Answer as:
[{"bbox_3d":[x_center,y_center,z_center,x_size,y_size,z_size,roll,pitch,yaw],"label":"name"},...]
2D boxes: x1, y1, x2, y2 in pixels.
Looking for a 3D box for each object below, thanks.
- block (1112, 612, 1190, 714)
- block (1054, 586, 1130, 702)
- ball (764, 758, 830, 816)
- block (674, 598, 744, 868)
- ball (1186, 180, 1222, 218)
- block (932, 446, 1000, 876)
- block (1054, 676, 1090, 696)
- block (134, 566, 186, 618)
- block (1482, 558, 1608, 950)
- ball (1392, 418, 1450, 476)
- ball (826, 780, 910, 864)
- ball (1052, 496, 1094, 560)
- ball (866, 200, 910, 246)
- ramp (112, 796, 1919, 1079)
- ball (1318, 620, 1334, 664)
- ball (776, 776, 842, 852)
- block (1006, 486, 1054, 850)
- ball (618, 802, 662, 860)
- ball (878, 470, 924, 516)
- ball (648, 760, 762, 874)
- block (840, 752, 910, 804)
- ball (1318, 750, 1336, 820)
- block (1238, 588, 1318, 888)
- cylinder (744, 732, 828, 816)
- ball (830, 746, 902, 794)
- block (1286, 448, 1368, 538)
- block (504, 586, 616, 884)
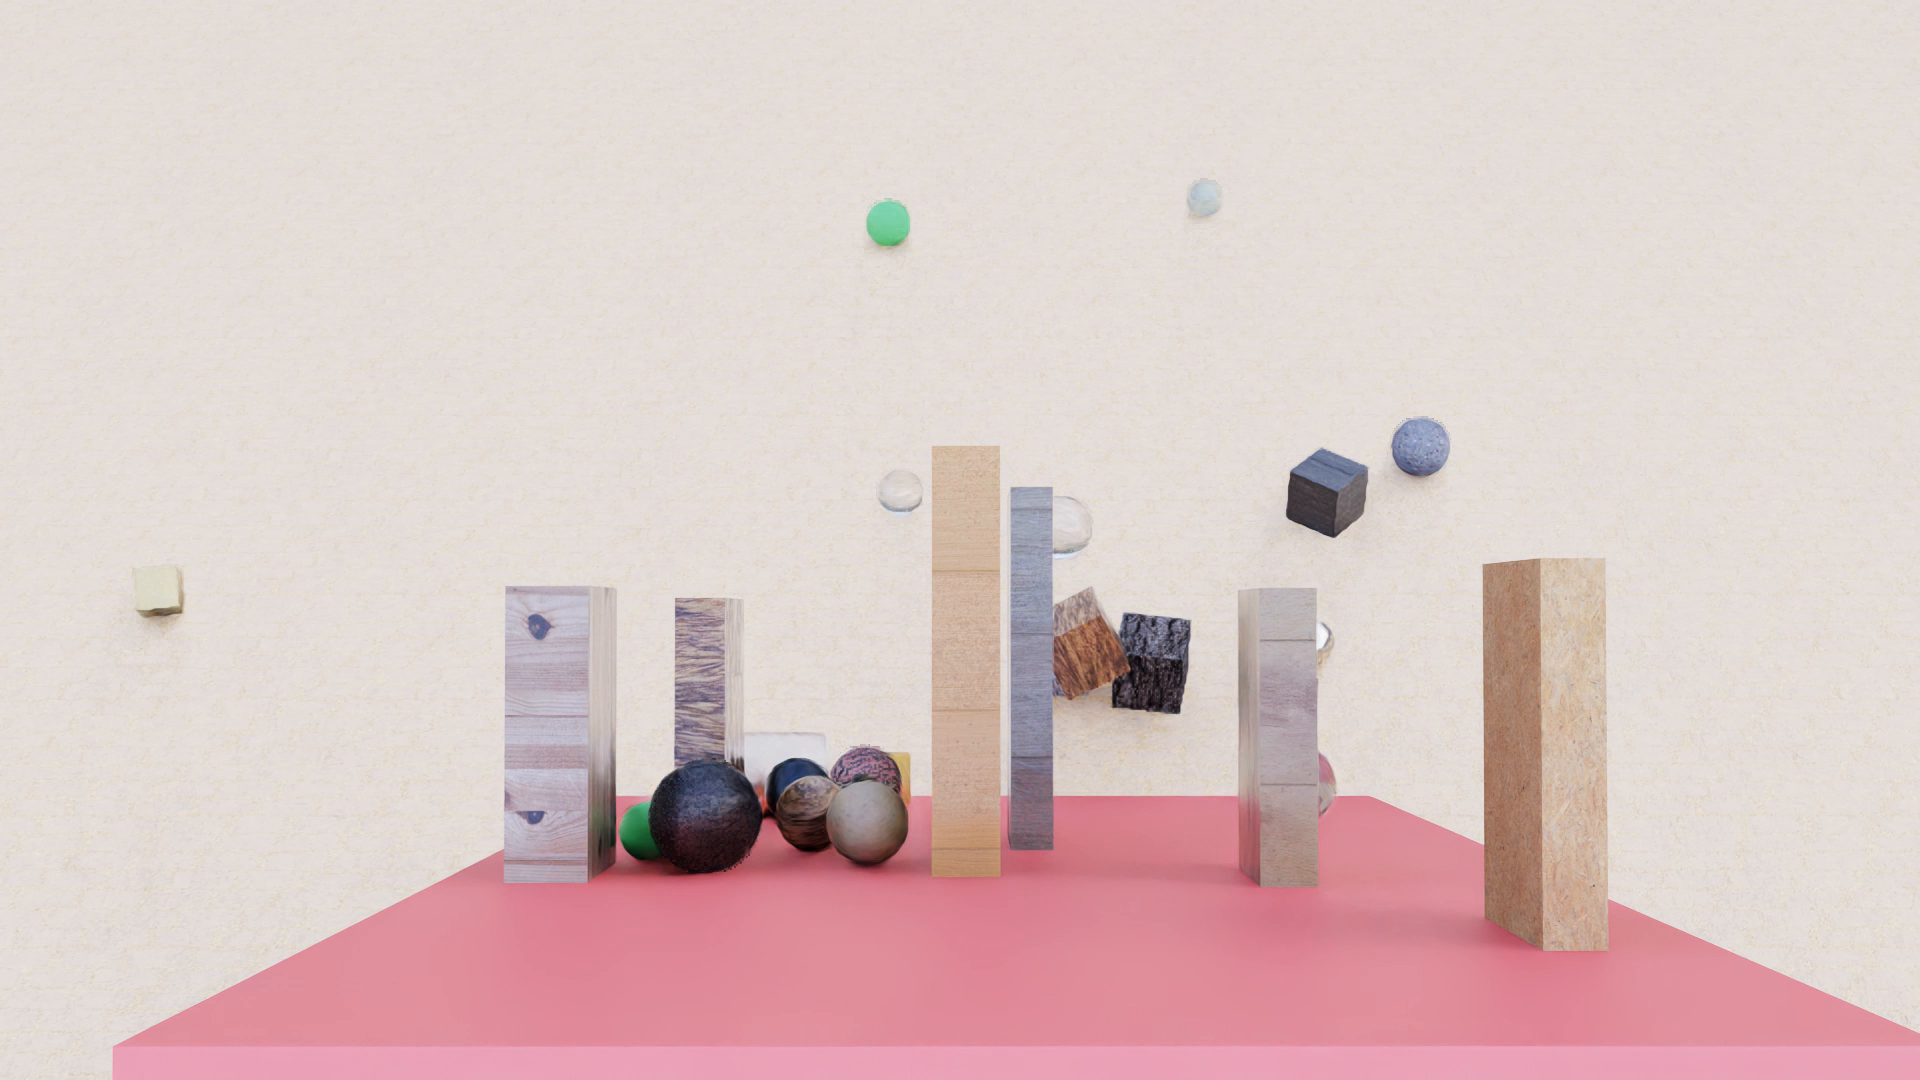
[{"bbox_3d":[0.535,0.345,7.269,0.190,0.190,0.190,6,35,9],"label":"block"},{"bbox_3d":[0.327,0.282,7.066,0.188,0.188,0.188,-27,22,6],"label":"block"},{"bbox_3d":[-0.365,0.567,5.869,0.152,0.152,0.152,0,35,0],"label":"ball"},{"bbox_3d":[-0.488,0.367,5.084,0.094,0.504,0.429,0,-2,0],"label":"block"},{"bbox_3d":[0.908,-1.266,9.639,0.133,0.133,0.133,0,35,0],"label":"ball"},{"bbox_3d":[0.011,0.224,4.871,0.124,0.778,0.359,0,-2,0],"label":"block"},{"bbox_3d":[0.304,0.361,7.273,0.117,0.117,0.117,1,64,-1],"label":"block"},{"bbox_3d":[-2.332,0.151,7.566,0.120,0.120,0.120,-6,79,-10],"label":"block"},{"bbox_3d":[0.863,0.307,3.851,0.092,0.550,0.406,0,-2,0],"label":"block"},{"bbox_3d":[1.453,-0.292,8.193,0.184,0.184,0.184,0,35,0],"label":"ball"},{"bbox_3d":[-0.175,0.536,4.925,0.158,0.158,0.158,0,35,0],"label":"ball"},{"bbox_3d":[0.304,-0.038,7.818,0.194,0.194,0.194,0,35,0],"label":"ball"},{"bbox_3d":[-0.261,-1.151,9.447,0.164,0.164,0.164,0,35,0],"label":"ball"},{"bbox_3d":[0.077,0.662,4.825,2.000,0.100,4.000,0,-2,0],"label":"ramp"},{"bbox_3d":[0.998,0.291,7.394,0.138,0.138,0.138,0,35,0],"label":"ball"},{"bbox_3d":[-0.293,0.547,5.187,0.151,0.151,0.151,0,35,0],"label":"ball"},{"bbox_3d":[0.145,0.264,5.424,0.086,0.731,0.396,0,-2,0],"label":"block"},{"bbox_3d":[-0.600,0.561,5.001,0.112,0.112,0.112,0,35,0],"label":"ball"},{"bbox_3d":[-0.183,-0.146,8.019,0.144,0.144,0.144,0,35,0],"label":"ball"},{"bbox_3d":[-0.467,0.507,4.761,0.207,0.207,0.207,0,35,0],"label":"ball"},{"bbox_3d":[-0.211,0.599,6.516,0.128,0.128,0.128,-1,-2,28],"label":"block"},{"bbox_3d":[0.737,0.542,5.763,0.195,0.195,0.195,0,35,0],"label":"ball"},{"bbox_3d":[0.571,0.348,4.684,0.100,0.518,0.346,0,-2,0],"label":"block"},{"bbox_3d":[-0.415,0.550,6.095,0.198,0.198,0.198,0,35,-6],"label":"cylinder"},{"bbox_3d":[-0.218,0.562,5.996,0.169,0.169,0.169,0,35,0],"label":"ball"},{"bbox_3d":[1.130,-0.145,7.991,0.173,0.173,0.173,25,42,32],"label":"block"},{"bbox_3d":[-0.730,0.348,4.771,0.147,0.523,0.378,0,-2,0],"label":"block"}]
